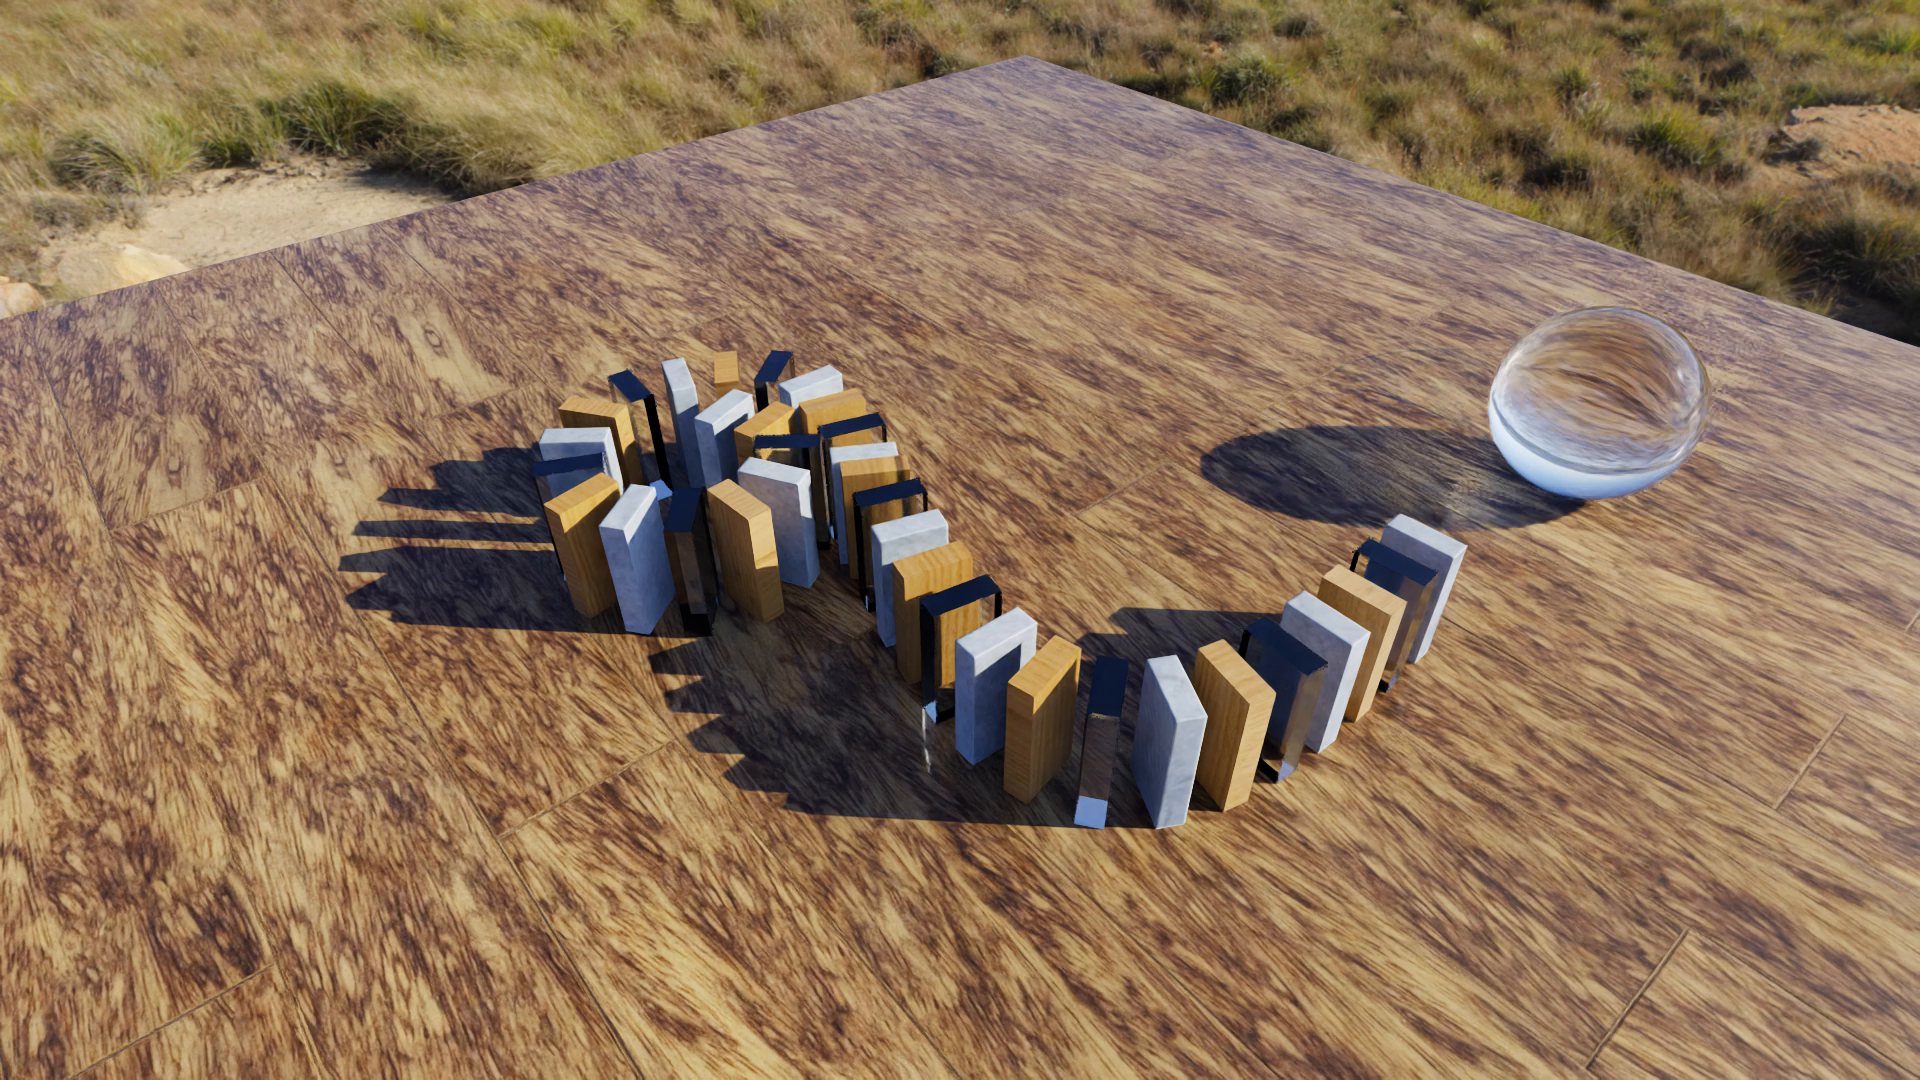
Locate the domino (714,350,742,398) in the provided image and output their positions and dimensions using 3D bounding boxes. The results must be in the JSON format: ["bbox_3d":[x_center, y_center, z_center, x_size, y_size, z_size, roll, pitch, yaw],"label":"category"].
[{"bbox_3d":[-0.098,-0.053,0.477,0.009,0.050,0.025,-7,40,-8],"label":"domino"}]

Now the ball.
[{"bbox_3d":[0.264,-0.057,0.457,0.080,0.080,0.080,0,39,0],"label":"ball"}]

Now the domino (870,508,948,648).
[{"bbox_3d":[-0.017,0.014,0.394,0.025,0.050,0.009,-15,42,-18],"label":"domino"}]

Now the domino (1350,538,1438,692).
[{"bbox_3d":[0.144,0.026,0.379,0.010,0.050,0.025,-31,49,-33],"label":"domino"}]

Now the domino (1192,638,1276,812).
[{"bbox_3d":[0.082,0.058,0.341,0.010,0.050,0.025,-18,42,-20],"label":"domino"}]

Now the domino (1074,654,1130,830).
[{"bbox_3d":[0.043,0.062,0.336,0.009,0.050,0.025,9,40,11],"label":"domino"}]

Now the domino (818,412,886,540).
[{"bbox_3d":[-0.042,-0.025,0.442,0.025,0.050,0.010,-16,42,-18],"label":"domino"}]

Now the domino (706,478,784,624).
[{"bbox_3d":[-0.079,0.005,0.406,0.009,0.050,0.025,-32,49,-33],"label":"domino"}]

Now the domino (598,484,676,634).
[{"bbox_3d":[-0.117,0.007,0.402,0.009,0.050,0.025,8,40,10],"label":"domino"}]

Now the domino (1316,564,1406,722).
[{"bbox_3d":[0.130,0.035,0.369,0.009,0.050,0.025,-30,48,-32],"label":"domino"}]

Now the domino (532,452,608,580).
[{"bbox_3d":[-0.145,-0.008,0.422,0.025,0.050,0.010,-10,40,-12],"label":"domino"}]

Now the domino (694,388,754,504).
[{"bbox_3d":[-0.094,-0.034,0.453,0.010,0.050,0.025,19,43,22],"label":"domino"}]

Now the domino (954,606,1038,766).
[{"bbox_3d":[0.011,0.047,0.353,0.025,0.050,0.009,-26,46,-28],"label":"domino"}]

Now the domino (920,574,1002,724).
[{"bbox_3d":[0.000,0.037,0.366,0.025,0.050,0.009,-20,43,-23],"label":"domino"}]

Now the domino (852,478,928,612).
[{"bbox_3d":[-0.025,0.002,0.409,0.025,0.050,0.010,-14,41,-17],"label":"domino"}]

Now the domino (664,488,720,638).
[{"bbox_3d":[-0.097,0.009,0.401,0.009,0.050,0.025,-1,39,-2],"label":"domino"}]

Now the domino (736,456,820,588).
[{"bbox_3d":[-0.069,-0.006,0.419,0.025,0.050,0.009,13,41,16],"label":"domino"}]

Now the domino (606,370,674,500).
[{"bbox_3d":[-0.135,-0.044,0.465,0.010,0.050,0.025,-25,46,-27],"label":"domino"}]

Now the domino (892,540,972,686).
[{"bbox_3d":[-0.009,0.026,0.380,0.025,0.050,0.010,-18,43,-20],"label":"domino"}]

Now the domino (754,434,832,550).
[{"bbox_3d":[-0.066,-0.018,0.434,0.025,0.050,0.009,-1,39,-1],"label":"domino"}]

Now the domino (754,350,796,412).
[{"bbox_3d":[-0.078,-0.054,0.477,0.009,0.050,0.025,6,40,8],"label":"domino"}]

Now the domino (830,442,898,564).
[{"bbox_3d":[-0.036,-0.014,0.428,0.025,0.050,0.009,-6,40,-8],"label":"domino"}]

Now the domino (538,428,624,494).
[{"bbox_3d":[-0.148,-0.021,0.437,0.025,0.050,0.009,-2,39,-2],"label":"domino"}]

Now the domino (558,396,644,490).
[{"bbox_3d":[-0.146,-0.034,0.452,0.025,0.050,0.009,10,40,12],"label":"domino"}]

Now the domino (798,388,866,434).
[{"bbox_3d":[-0.051,-0.036,0.456,0.025,0.050,0.009,-18,43,-21],"label":"domino"}]

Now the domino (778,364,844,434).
[{"bbox_3d":[-0.062,-0.047,0.469,0.025,0.050,0.009,-27,46,-29],"label":"domino"}]

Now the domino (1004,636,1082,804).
[{"bbox_3d":[0.025,0.056,0.343,0.010,0.050,0.025,26,46,28],"label":"domino"}]

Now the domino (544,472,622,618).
[{"bbox_3d":[-0.135,0.003,0.408,0.010,0.050,0.025,27,46,29],"label":"domino"}]

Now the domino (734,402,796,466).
[{"bbox_3d":[-0.077,-0.028,0.446,0.009,0.050,0.025,22,44,25],"label":"domino"}]

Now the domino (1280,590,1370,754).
[{"bbox_3d":[0.115,0.043,0.358,0.009,0.050,0.025,-27,46,-29],"label":"domino"}]

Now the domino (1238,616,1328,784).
[{"bbox_3d":[0.099,0.051,0.349,0.009,0.050,0.025,-24,45,-27],"label":"domino"}]

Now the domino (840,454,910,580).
[{"bbox_3d":[-0.031,-0.008,0.421,0.025,0.050,0.010,-6,40,-8],"label":"domino"}]

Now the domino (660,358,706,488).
[{"bbox_3d":[-0.117,-0.050,0.472,0.010,0.050,0.025,-14,41,-17],"label":"domino"}]

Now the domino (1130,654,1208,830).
[{"bbox_3d":[0.063,0.062,0.336,0.009,0.050,0.025,-8,40,-9],"label":"domino"}]

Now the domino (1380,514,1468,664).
[{"bbox_3d":[0.159,0.018,0.390,0.010,0.050,0.025,-31,48,-32],"label":"domino"}]
